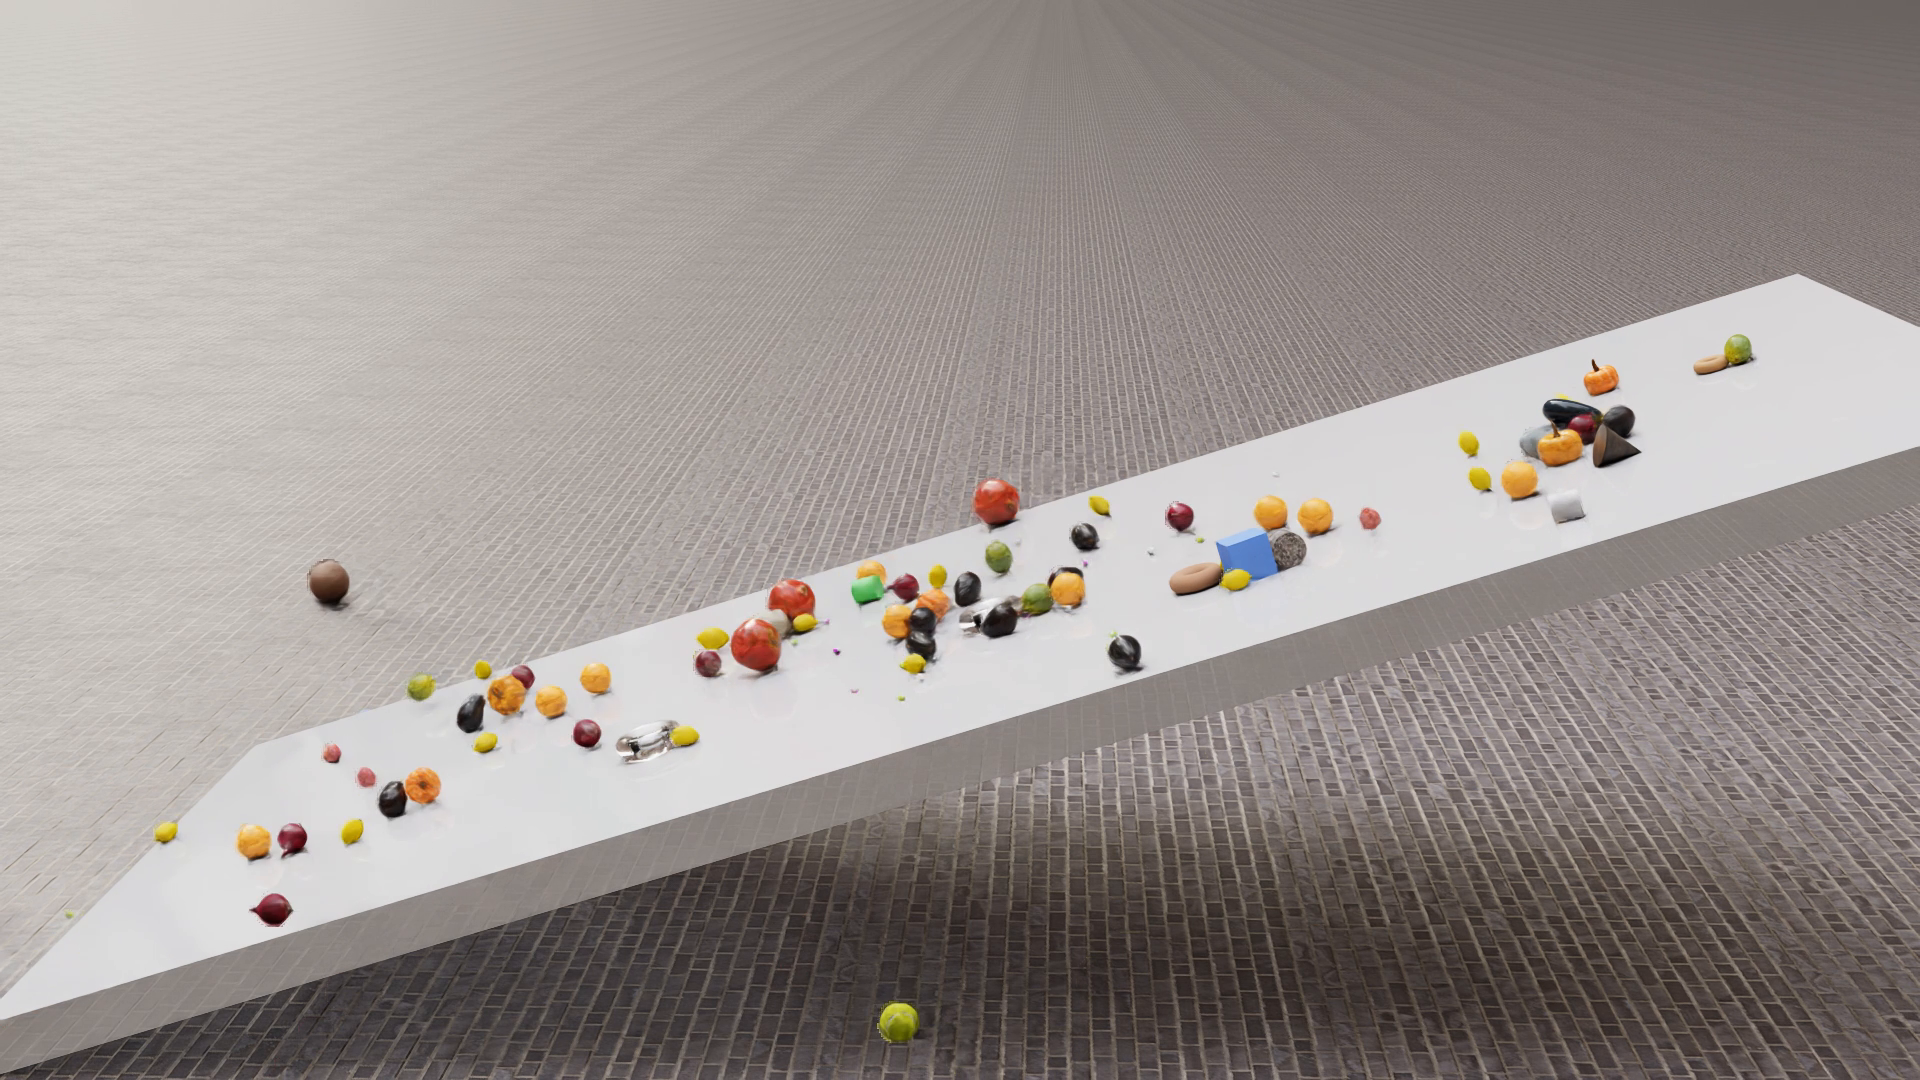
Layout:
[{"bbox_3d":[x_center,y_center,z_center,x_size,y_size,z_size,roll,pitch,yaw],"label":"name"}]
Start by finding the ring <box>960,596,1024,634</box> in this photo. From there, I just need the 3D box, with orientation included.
[{"bbox_3d":[0.066,0.155,6.105,0.143,0.048,0.143,-18,9,3],"label":"ring"}]

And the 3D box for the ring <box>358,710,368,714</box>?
[{"bbox_3d":[-1.568,0.500,7.798,0.102,0.102,0.034,3,6,16],"label":"ring"}]

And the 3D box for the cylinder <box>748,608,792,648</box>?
[{"bbox_3d":[-0.430,0.200,6.649,0.069,0.069,0.069,-27,26,-39],"label":"cylinder"}]

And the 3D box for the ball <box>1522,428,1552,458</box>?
[{"bbox_3d":[1.182,-0.197,6.018,0.061,0.061,0.061,0,11,0],"label":"ball"}]

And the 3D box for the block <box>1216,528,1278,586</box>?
[{"bbox_3d":[0.565,0.033,5.792,0.084,0.084,0.084,-19,10,-8],"label":"block"}]

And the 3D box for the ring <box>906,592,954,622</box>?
[{"bbox_3d":[-0.066,0.146,6.408,0.111,0.037,0.111,-17,11,4],"label":"ring"}]

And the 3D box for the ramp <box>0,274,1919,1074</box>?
[{"bbox_3d":[0.099,0.183,6.312,4.000,0.100,2.000,-17,10,5],"label":"ramp"}]

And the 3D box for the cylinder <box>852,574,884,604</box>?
[{"bbox_3d":[-0.213,0.113,6.768,0.057,0.057,0.057,-14,6,19],"label":"cylinder"}]

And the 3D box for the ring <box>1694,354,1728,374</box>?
[{"bbox_3d":[1.617,-0.378,6.331,0.077,0.026,0.077,-17,12,4],"label":"ring"}]

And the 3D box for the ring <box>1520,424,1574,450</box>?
[{"bbox_3d":[1.217,-0.212,6.104,0.114,0.038,0.114,-17,9,3],"label":"ring"}]

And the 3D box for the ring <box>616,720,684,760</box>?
[{"bbox_3d":[-0.629,0.406,5.969,0.143,0.048,0.143,-16,11,3],"label":"ring"}]

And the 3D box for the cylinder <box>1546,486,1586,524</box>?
[{"bbox_3d":[1.121,-0.064,5.440,0.055,0.055,0.055,-29,9,7],"label":"cylinder"}]

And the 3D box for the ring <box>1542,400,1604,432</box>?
[{"bbox_3d":[1.273,-0.259,6.104,0.131,0.044,0.131,16,-3,1],"label":"ring"}]

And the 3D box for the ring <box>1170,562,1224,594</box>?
[{"bbox_3d":[0.471,0.076,5.863,0.111,0.037,0.111,-16,11,3],"label":"ring"}]
